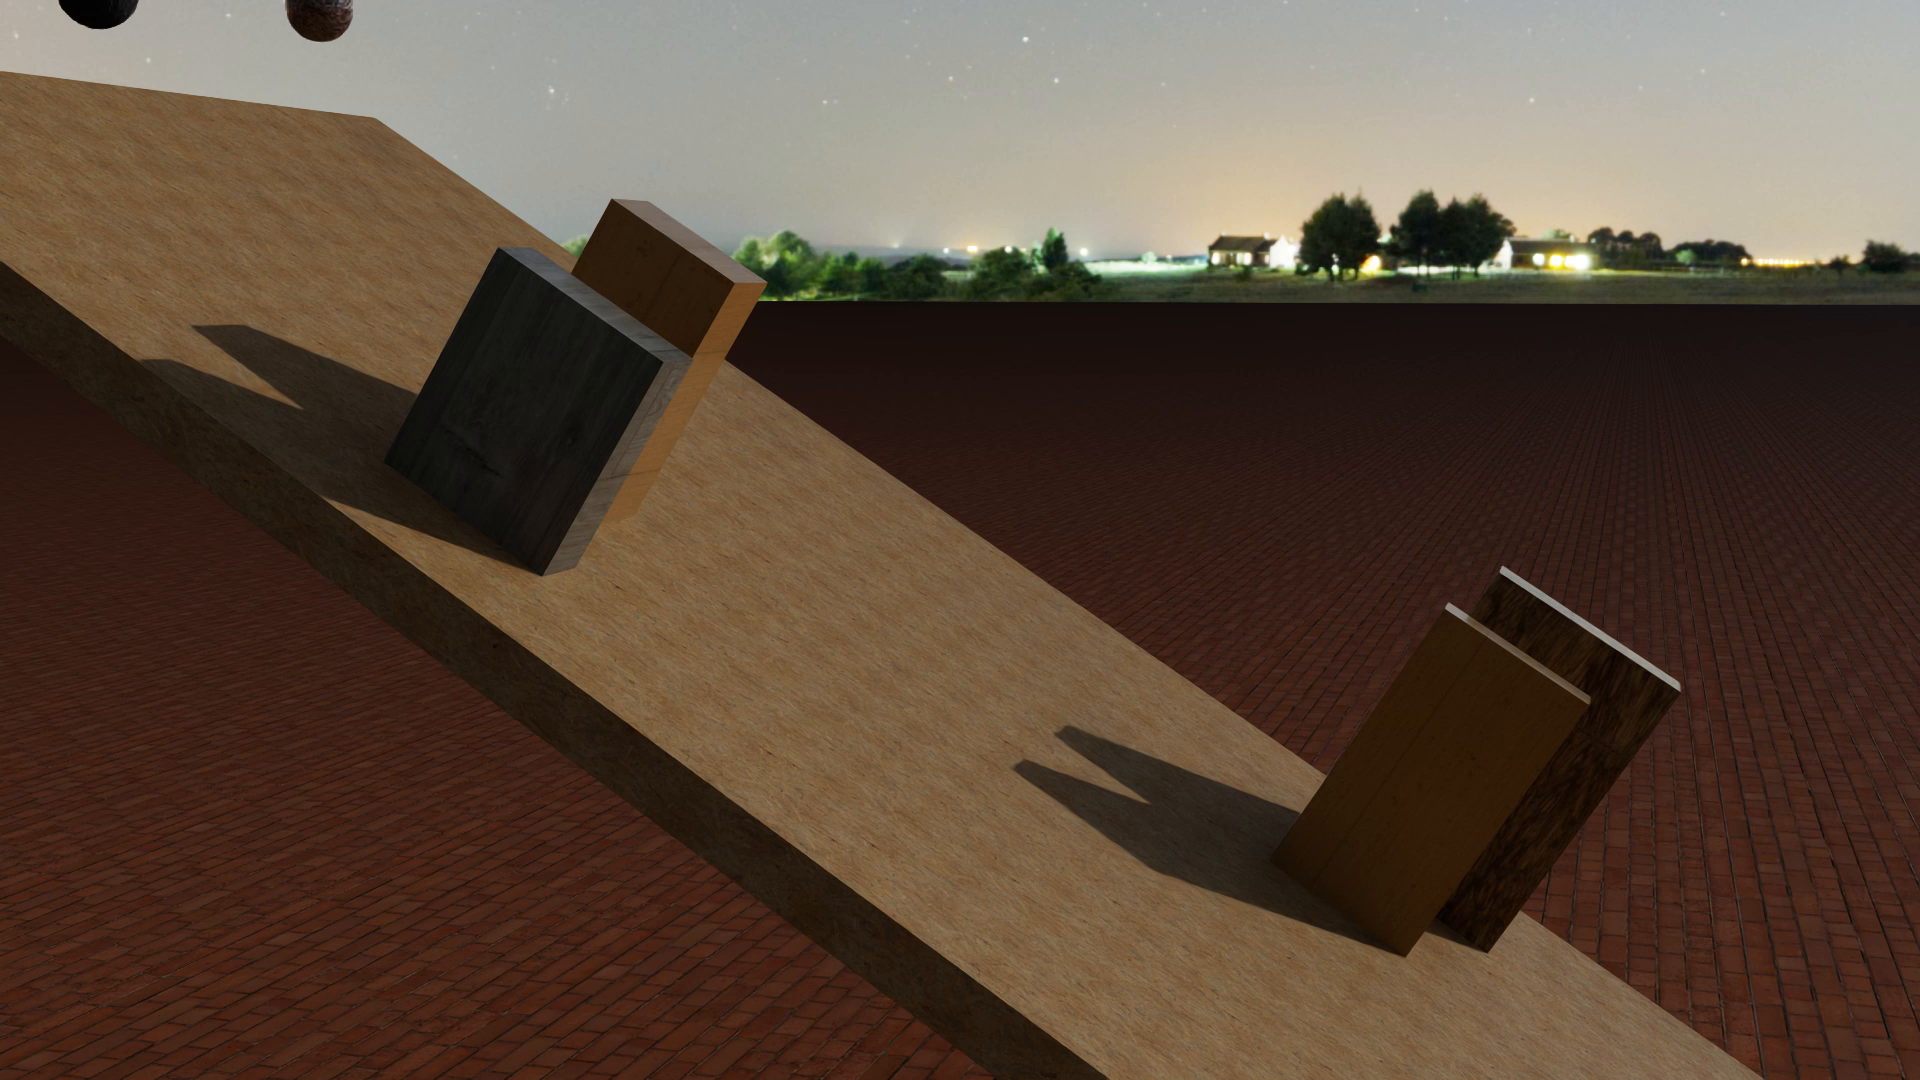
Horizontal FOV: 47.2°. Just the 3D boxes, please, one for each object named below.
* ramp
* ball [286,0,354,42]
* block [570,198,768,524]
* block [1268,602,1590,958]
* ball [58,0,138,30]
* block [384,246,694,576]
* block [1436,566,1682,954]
[{"bbox_3d":[-0.142,0.237,4.107,4.000,0.100,2.000,35,15,11],"label":"ramp"},{"bbox_3d":[-1.378,-1.144,4.731,0.142,0.142,0.142,0,7,0],"label":"ball"},{"bbox_3d":[-0.585,-0.309,3.819,0.264,0.491,0.146,35,15,11],"label":"block"},{"bbox_3d":[0.872,0.449,4.106,0.308,0.590,0.083,35,15,11],"label":"block"},{"bbox_3d":[-1.609,-1.029,4.103,0.148,0.148,0.148,0,7,0],"label":"ball"},{"bbox_3d":[-0.671,-0.205,3.492,0.329,0.401,0.114,35,15,11],"label":"block"},{"bbox_3d":[1.074,0.440,4.413,0.412,0.653,0.105,35,15,11],"label":"block"}]
